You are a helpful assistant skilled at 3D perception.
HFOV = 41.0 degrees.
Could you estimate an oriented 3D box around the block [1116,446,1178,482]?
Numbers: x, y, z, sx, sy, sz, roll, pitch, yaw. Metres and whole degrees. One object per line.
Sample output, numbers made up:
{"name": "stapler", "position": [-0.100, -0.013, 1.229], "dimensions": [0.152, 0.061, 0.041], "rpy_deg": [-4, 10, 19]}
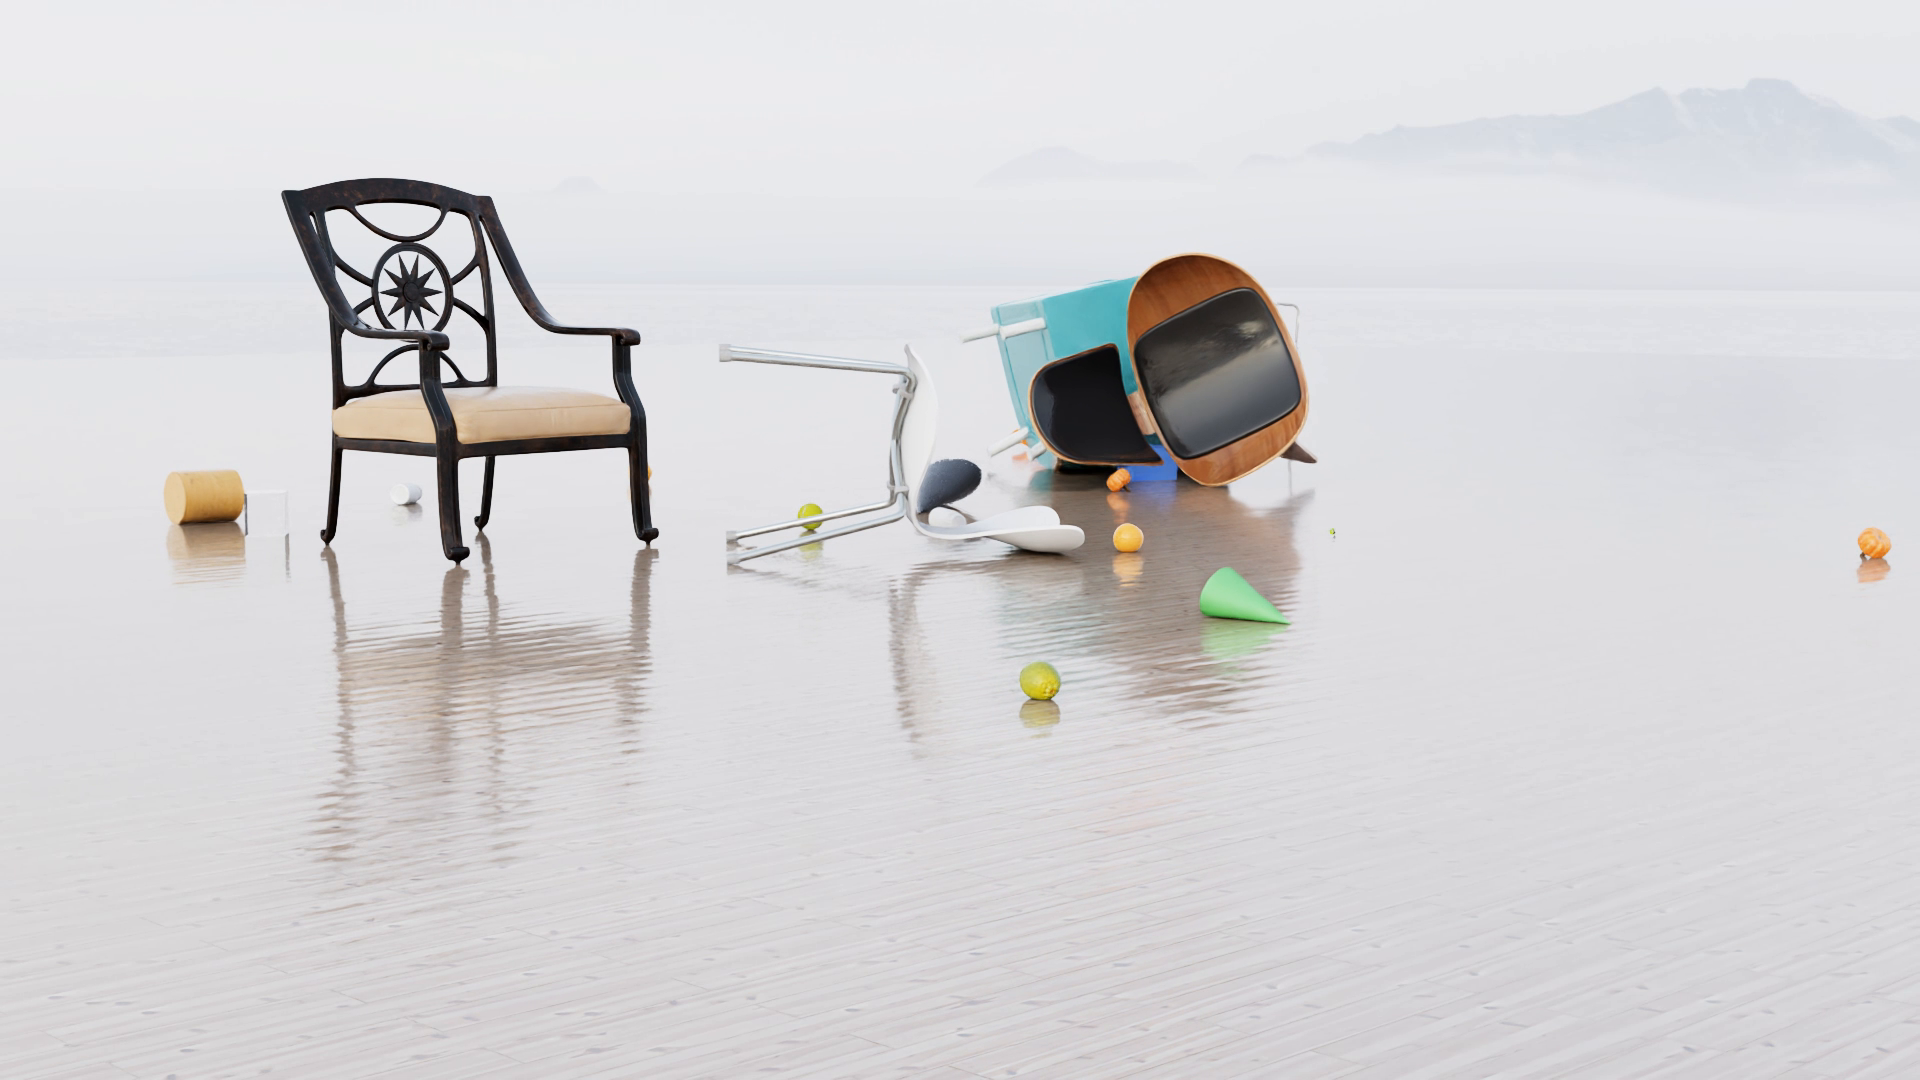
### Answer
{"name": "block", "position": [0.606, -0.250, 8.330], "dimensions": [0.157, 0.105, 0.123], "rpy_deg": [-2, 6, -23]}

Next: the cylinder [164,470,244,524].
{"name": "cylinder", "position": [-2.023, -0.117, 6.866], "dimensions": [0.161, 0.138, 0.151], "rpy_deg": [-5, -9, -38]}

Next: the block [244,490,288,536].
{"name": "block", "position": [-1.768, -0.068, 6.540], "dimensions": [0.097, 0.110, 0.101], "rpy_deg": [-1, 6, -8]}

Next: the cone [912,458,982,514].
{"name": "cone", "position": [-0.078, -0.119, 7.238], "dimensions": [0.217, 0.129, 0.317], "rpy_deg": [-16, 13, 19]}

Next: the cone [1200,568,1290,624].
{"name": "cone", "position": [0.565, 0.130, 4.915], "dimensions": [0.181, 0.098, 0.112], "rpy_deg": [25, 43, 38]}
